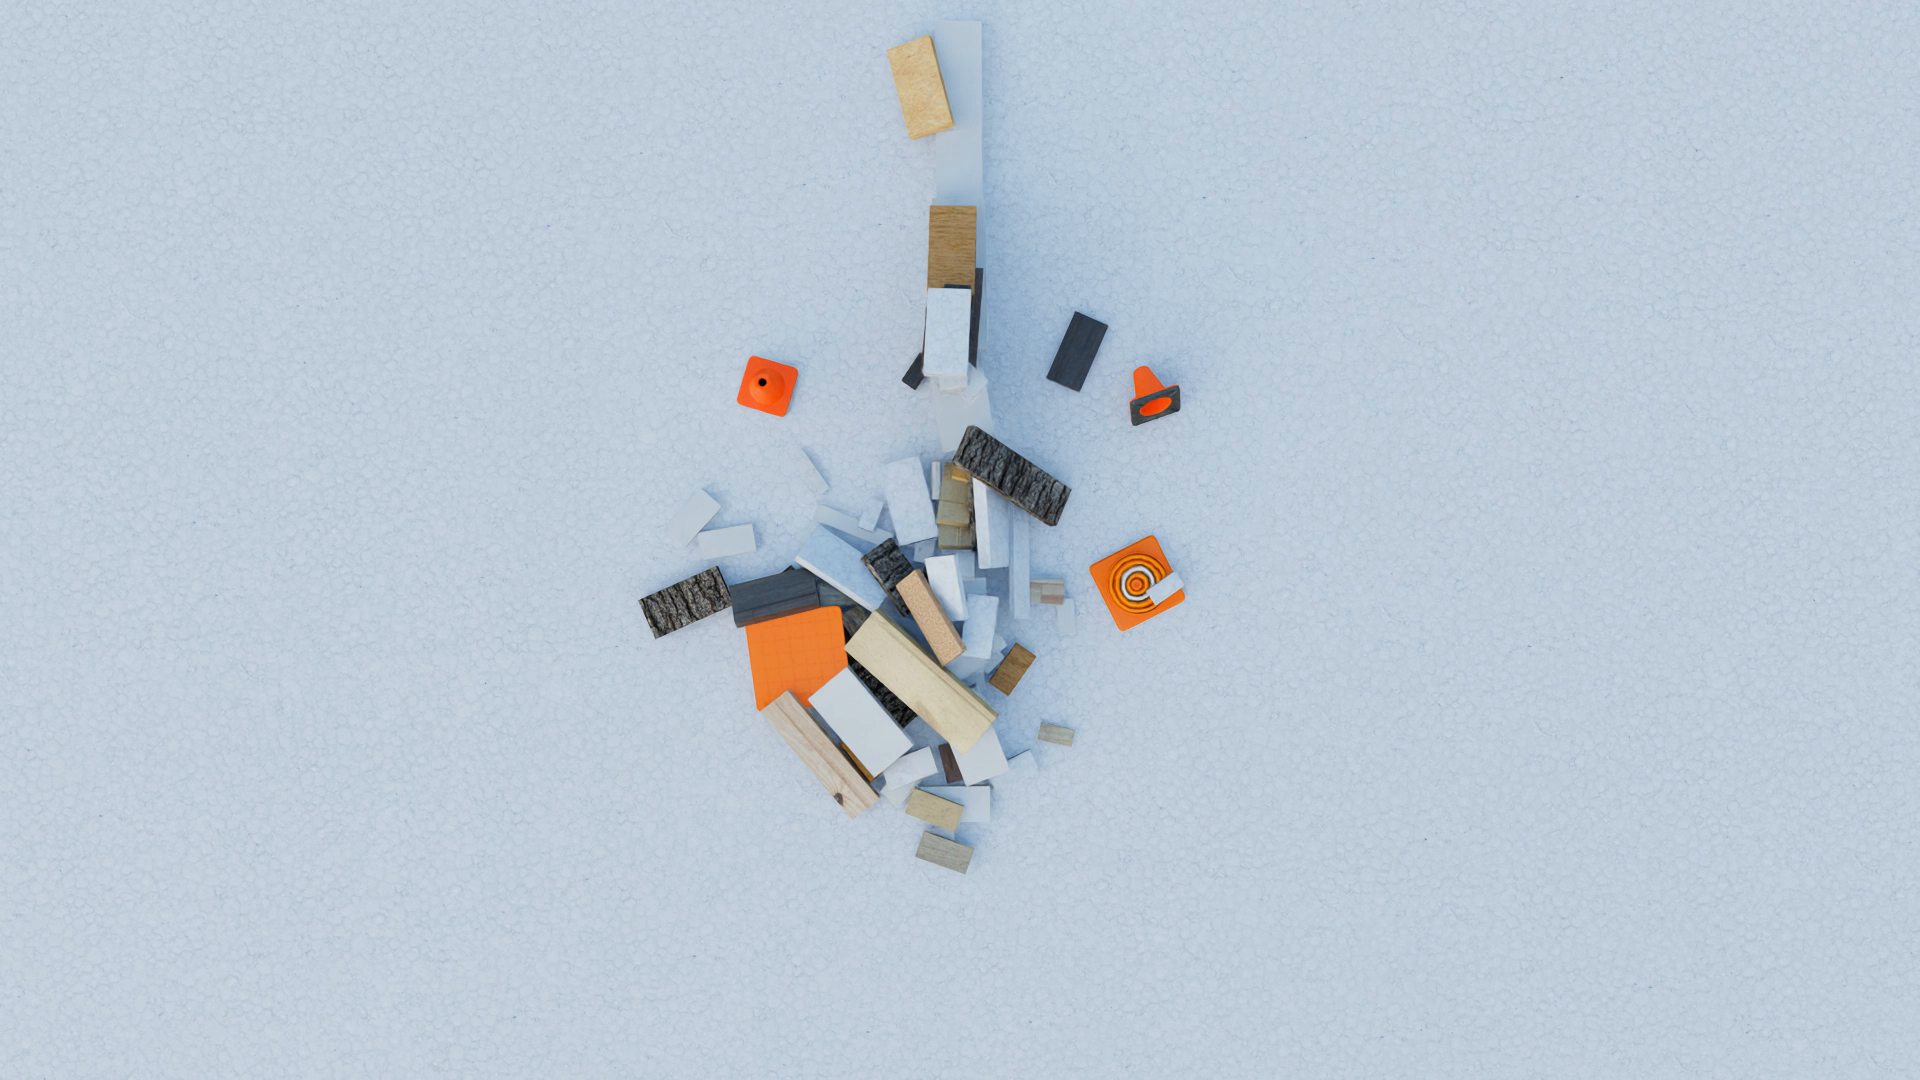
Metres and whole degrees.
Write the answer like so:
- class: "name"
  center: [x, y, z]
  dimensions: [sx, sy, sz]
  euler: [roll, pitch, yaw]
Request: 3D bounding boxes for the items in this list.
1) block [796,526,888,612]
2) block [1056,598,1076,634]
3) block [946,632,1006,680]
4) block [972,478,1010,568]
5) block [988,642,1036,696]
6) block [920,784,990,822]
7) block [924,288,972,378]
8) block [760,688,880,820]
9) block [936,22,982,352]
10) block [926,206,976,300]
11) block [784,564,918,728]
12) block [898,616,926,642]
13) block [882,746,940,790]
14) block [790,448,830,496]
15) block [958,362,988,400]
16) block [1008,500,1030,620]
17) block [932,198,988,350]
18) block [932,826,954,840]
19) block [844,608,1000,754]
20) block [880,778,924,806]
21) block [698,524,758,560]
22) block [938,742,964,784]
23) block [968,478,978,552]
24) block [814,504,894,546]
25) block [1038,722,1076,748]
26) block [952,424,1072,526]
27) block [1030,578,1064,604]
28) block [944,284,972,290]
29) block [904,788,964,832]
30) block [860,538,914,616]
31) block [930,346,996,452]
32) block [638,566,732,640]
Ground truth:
- class: "block"
  center: [-0.373, 0.096, 5.445]
  dimensions: [0.315, 0.040, 0.141]
  euler: [34, 59, -1]
- class: "block"
  center: [0.352, 0.253, 5.492]
  dimensions: [0.058, 0.016, 0.116]
  euler: [-4, 90, 0]
- class: "block"
  center: [0.042, 0.364, 5.376]
  dimensions: [0.203, 0.029, 0.101]
  euler: [-37, 90, 0]
- class: "block"
  center: [0.118, -0.079, 5.417]
  dimensions: [0.048, 0.169, 0.338]
  euler: [-4, 90, 35]
- class: "block"
  center: [0.174, 0.430, 5.489]
  dimensions: [0.081, 0.023, 0.162]
  euler: [35, 90, 0]
- class: "block"
  center: [-0.018, 0.876, 5.483]
  dimensions: [0.234, 0.033, 0.117]
  euler: [-1, 90, 0]
- class: "block"
  center: [-0.039, -0.658, 5.231]
  dimensions: [0.138, 0.039, 0.276]
  euler: [3, 84, 3]
- class: "block"
  center: [-0.460, 0.707, 5.451]
  dimensions: [0.117, 0.033, 0.473]
  euler: [-39, 96, 10]
- class: "block"
  center: [-0.002, -1.171, 5.478]
  dimensions: [0.152, 0.043, 1.091]
  euler: [0, 90, 0]
- class: "block"
  center: [-0.026, -0.932, 5.342]
  dimensions: [0.152, 0.043, 0.304]
  euler: [1, 79, 2]
- class: "block"
  center: [-0.378, 0.357, 5.487]
  dimensions: [0.091, 0.026, 0.654]
  euler: [-42, 90, 0]
- class: "block"
  center: [-0.158, 0.295, 5.492]
  dimensions: [0.107, 0.015, 0.054]
  euler: [20, 90, 0]
- class: "block"
  center: [-0.163, 0.752, 5.433]
  dimensions: [0.177, 0.025, 0.089]
  euler: [-22, 75, 12]
- class: "block"
  center: [-0.500, -0.225, 5.493]
  dimensions: [0.049, 0.014, 0.161]
  euler: [-35, 90, 0]
- class: "block"
  center: [0.001, -0.534, 5.271]
  dimensions: [0.171, 0.024, 0.086]
  euler: [44, 87, 6]
- class: "block"
  center: [0.196, 0.052, 5.445]
  dimensions: [0.022, 0.078, 0.416]
  euler: [-5, 83, 42]
- class: "block"
  center: [-0.002, -0.876, 5.432]
  dimensions: [0.175, 0.050, 0.495]
  euler: [-1, 90, 0]
- class: "block"
  center: [-0.048, 1.016, 5.491]
  dimensions: [0.065, 0.018, 0.130]
  euler: [-9, 90, 0]
- class: "block"
  center: [-0.126, 0.460, 5.361]
  dimensions: [0.527, 0.048, 0.169]
  euler: [41, 104, 6]
- class: "block"
  center: [-0.182, 0.797, 5.476]
  dimensions: [0.081, 0.023, 0.163]
  euler: [42, 94, -11]
- class: "block"
  center: [-0.773, 0.006, 5.487]
  dimensions: [0.182, 0.026, 0.091]
  euler: [-10, 90, 0]
- class: "block"
  center: [-0.026, 0.739, 5.491]
  dimensions: [0.065, 0.018, 0.130]
  euler: [-14, 90, 0]
- class: "block"
  center: [0.076, -0.085, 5.439]
  dimensions: [0.034, 0.121, 0.241]
  euler: [-4, 90, 30]
- class: "block"
  center: [-0.354, -0.045, 5.492]
  dimensions: [0.273, 0.015, 0.054]
  euler: [22, 90, 0]
- class: "block"
  center: [0.321, 0.648, 5.492]
  dimensions: [0.116, 0.016, 0.058]
  euler: [13, 90, 0]
- class: "block"
  center: [0.172, -0.207, 5.368]
  dimensions: [0.428, 0.039, 0.138]
  euler: [32, 72, -27]
- class: "block"
  center: [0.264, 0.170, 5.479]
  dimensions: [0.162, 0.023, 0.081]
  euler: [3, 85, 5]
- class: "block"
  center: [-0.012, -0.732, 5.284]
  dimensions: [0.086, 0.024, 0.171]
  euler: [4, 97, 2]
- class: "block"
  center: [-0.084, 0.891, 5.454]
  dimensions: [0.177, 0.025, 0.089]
  euler: [21, 90, 0]
- class: "block"
  center: [-0.207, 0.123, 5.441]
  dimensions: [0.121, 0.034, 0.241]
  euler: [-36, 90, -30]
- class: "block"
  center: [0.000, -0.474, 5.383]
  dimensions: [0.176, 0.050, 0.351]
  euler: [-10, 90, 0]
- class: "block"
  center: [-0.908, 0.207, 5.480]
  dimensions: [0.283, 0.040, 0.141]
  euler: [-24, 90, 0]
